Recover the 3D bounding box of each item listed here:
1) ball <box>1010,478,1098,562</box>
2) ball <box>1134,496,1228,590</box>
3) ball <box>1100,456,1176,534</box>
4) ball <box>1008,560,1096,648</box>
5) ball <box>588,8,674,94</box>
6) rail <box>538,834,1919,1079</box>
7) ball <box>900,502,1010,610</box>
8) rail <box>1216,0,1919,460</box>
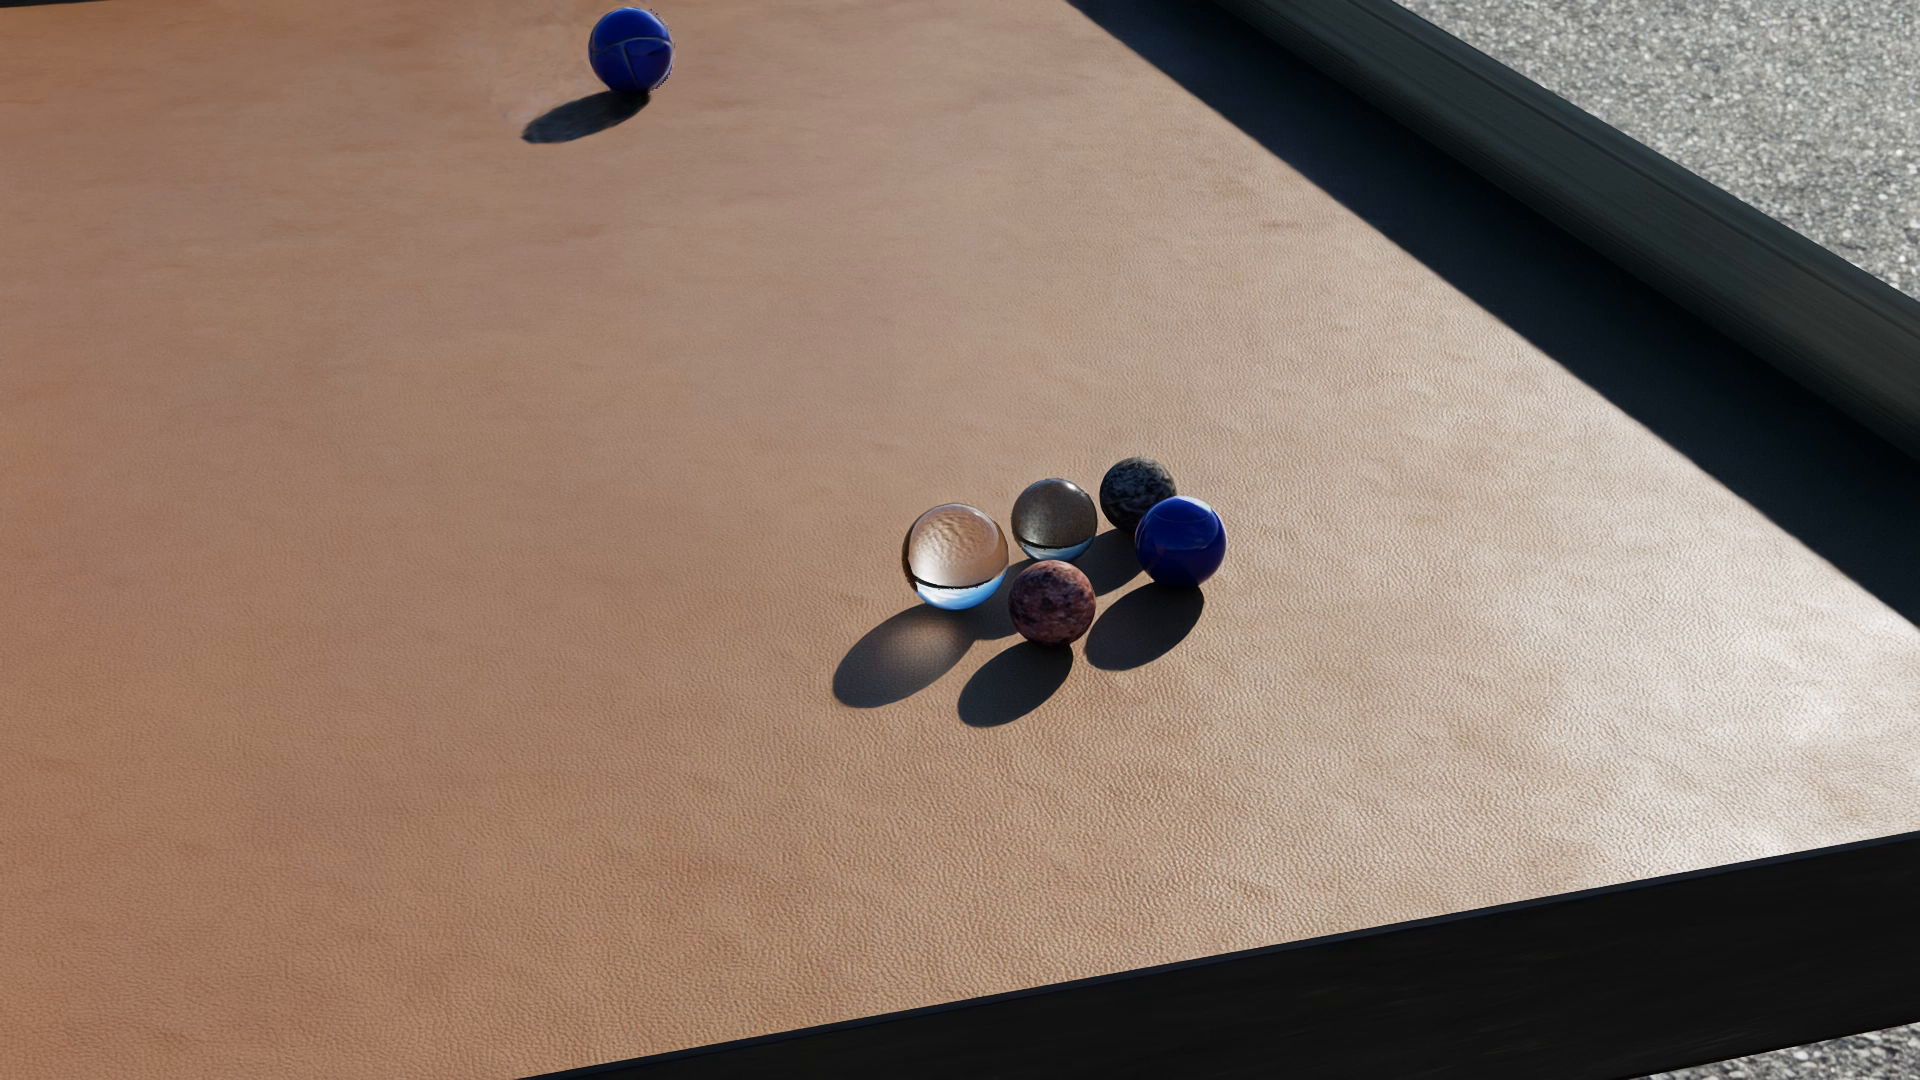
[{"bbox_3d":[0.067,-0.013,2.098,0.062,0.062,0.062,0,25,0],"label":"ball"},{"bbox_3d":[0.155,0.002,2.062,0.065,0.065,0.065,0,25,0],"label":"ball"},{"bbox_3d":[0.130,-0.032,2.146,0.057,0.057,0.057,0,25,0],"label":"ball"},{"bbox_3d":[0.062,0.043,1.981,0.059,0.059,0.059,0,25,0],"label":"ball"},{"bbox_3d":[-0.354,-0.526,3.163,0.092,0.092,0.092,0,25,0],"label":"ball"},{"bbox_3d":[0.196,0.237,1.491,1.546,0.119,0.045,-8,26,-16],"label":"rail"},{"bbox_3d":[-0.003,0.012,2.030,0.075,0.075,0.075,0,25,0],"label":"ball"},{"bbox_3d":[0.512,-0.394,2.844,0.045,0.119,2.708,-8,26,-16],"label":"rail"}]
